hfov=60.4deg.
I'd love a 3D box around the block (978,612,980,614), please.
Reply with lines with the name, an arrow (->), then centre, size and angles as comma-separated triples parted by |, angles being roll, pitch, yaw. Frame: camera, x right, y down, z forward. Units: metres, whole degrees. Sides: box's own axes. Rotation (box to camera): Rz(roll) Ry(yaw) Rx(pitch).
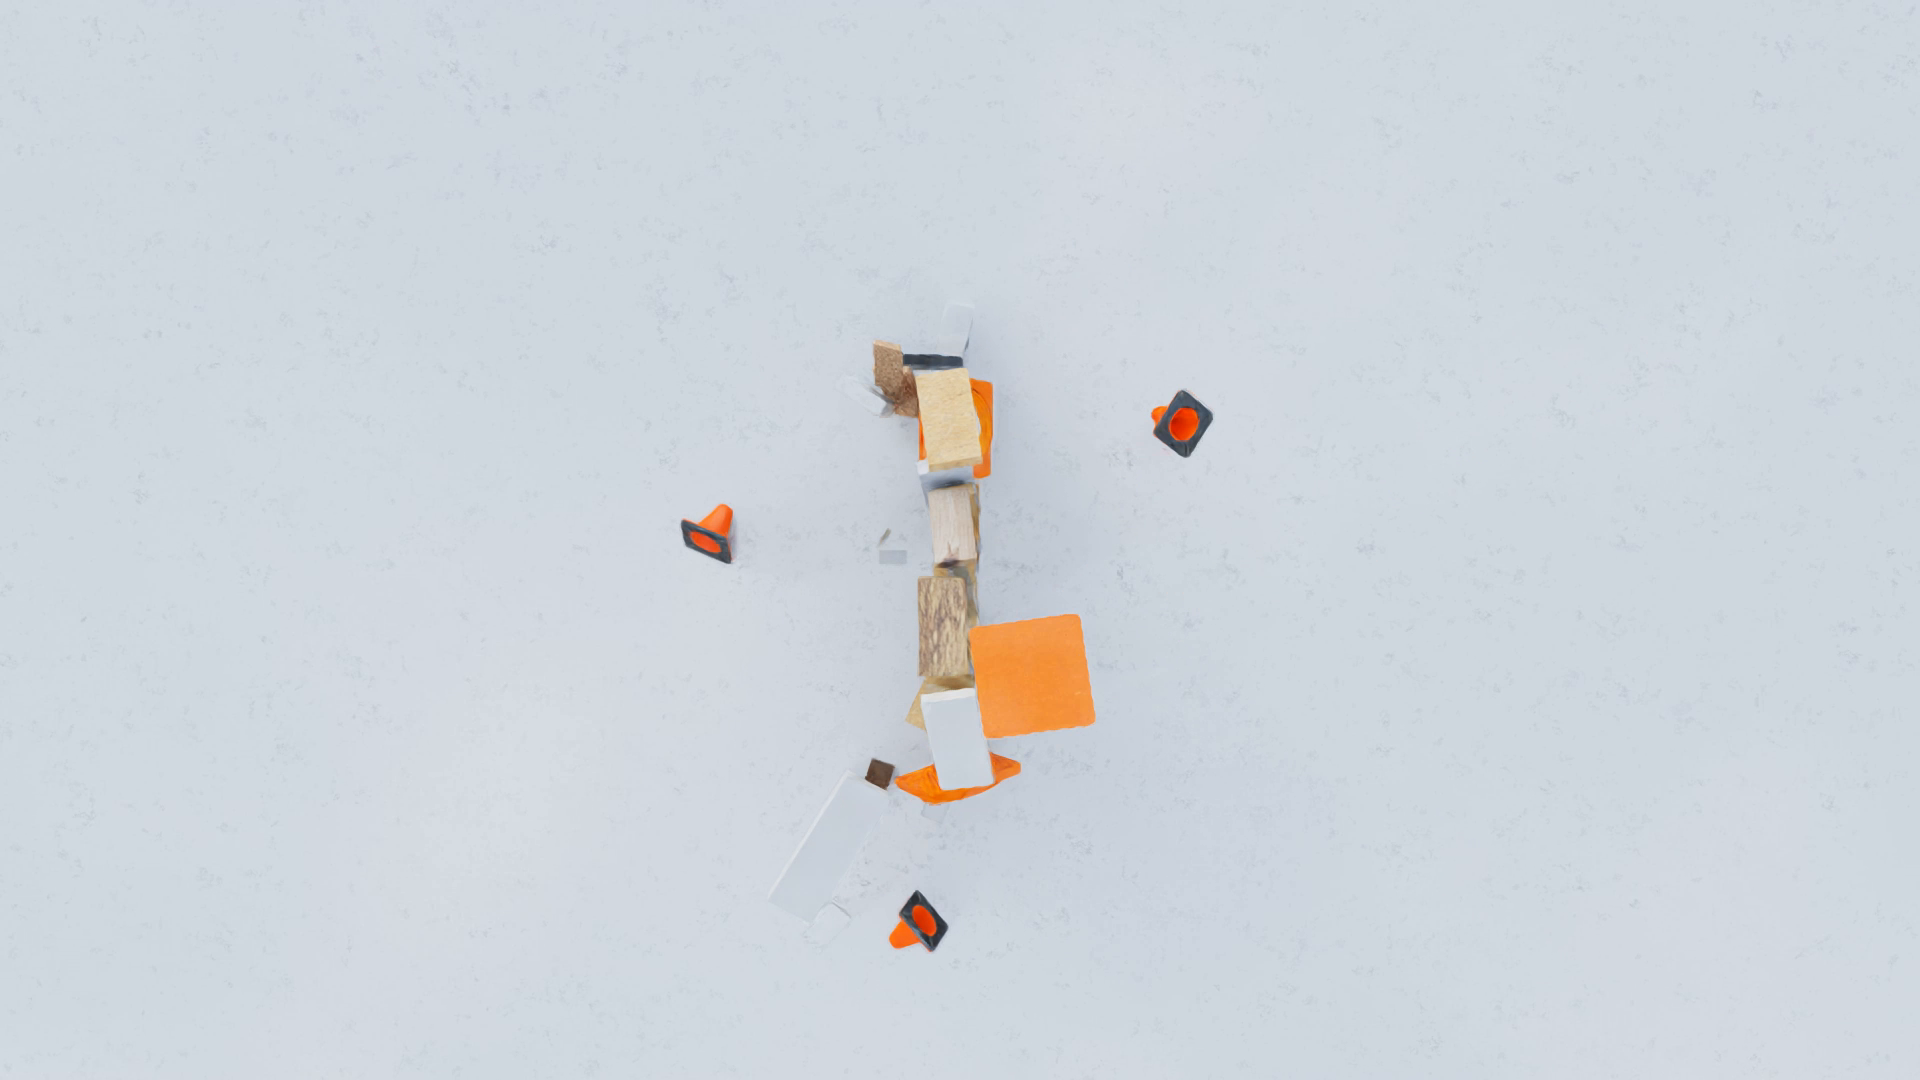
block -> -0.006, 0.261, 5.365 | 0.133, 0.266, 0.038 | -2, 105, 2

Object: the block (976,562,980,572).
block -> -0.003, 0.065, 5.365 | 0.133, 0.266, 0.038 | -1, 97, 1

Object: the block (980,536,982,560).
block -> 0.003, 0.026, 5.361 | 0.137, 0.274, 0.039 | -1, 97, 0

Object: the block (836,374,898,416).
block -> -0.292, -0.456, 5.211 | 0.161, 0.354, 0.046 | 33, 95, 1

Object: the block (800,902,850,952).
block -> -0.446, 1.290, 5.489 | 0.079, 0.022, 0.157 | 44, 90, 0

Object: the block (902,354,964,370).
block -> -0.125, -0.580, 5.378 | 0.246, 0.123, 0.035 | -2, 90, -36

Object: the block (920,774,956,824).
block -> -0.066, 0.857, 5.489 | 0.079, 0.022, 0.158 | 23, 90, 0

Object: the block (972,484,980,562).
block -> -0.006, -0.053, 5.224 | 0.137, 0.039, 0.274 | -1, 56, 3

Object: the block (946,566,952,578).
block -> -0.019, 0.089, 5.137 | 0.046, 0.092, 0.013 | -1, 63, 0

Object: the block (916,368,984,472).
block -> -0.034, -0.364, 4.972 | 0.161, 0.046, 0.322 | -10, 61, 2

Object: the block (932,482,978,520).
block -> -0.012, -0.110, 5.088 | 0.122, 0.245, 0.035 | -10, 73, 1

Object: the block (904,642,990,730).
block -> -0.038, 0.461, 5.170 | 0.153, 0.043, 0.305 | 26, 91, 0

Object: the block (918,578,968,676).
block -> -0.050, 0.254, 4.841 | 0.143, 0.040, 0.285 | -1, 89, 2

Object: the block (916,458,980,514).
block -> -0.036, -0.171, 5.081 | 0.161, 0.322, 0.046 | -14, 67, -1

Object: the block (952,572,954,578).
block -> -0.005, 0.137, 5.156 | 0.046, 0.013, 0.092 | 0, 123, -5

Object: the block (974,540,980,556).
block -> -0.004, 0.030, 5.009 | 0.122, 0.245, 0.035 | -5, 87, 3

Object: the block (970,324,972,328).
block -> -0.004, -0.704, 5.207 | 0.087, 0.322, 0.025 | 0, 89, 0

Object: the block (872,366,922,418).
block -> -0.189, -0.485, 5.368 | 0.123, 0.246, 0.035 | 11, 63, 25

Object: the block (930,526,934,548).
block -> -0.025, -0.030, 5.362 | 0.137, 0.274, 0.039 | -4, 104, 1

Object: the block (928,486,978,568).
block -> -0.023, -0.038, 4.893 | 0.122, 0.035, 0.245 | -7, 61, 1

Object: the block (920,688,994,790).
block -> -0.006, 0.588, 4.847 | 0.160, 0.045, 0.320 | -8, 118, 7

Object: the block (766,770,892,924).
block -> -0.409, 0.961, 5.149 | 0.160, 0.045, 0.488 | 30, 100, -11

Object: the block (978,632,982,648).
block -> -0.007, 0.349, 5.345 | 0.153, 0.305, 0.043 | 1, 98, 1

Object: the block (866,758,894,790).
block -> -0.280, 0.814, 5.489 | 0.079, 0.022, 0.158 | 19, 90, 0

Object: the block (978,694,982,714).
block -> -0.006, 0.546, 5.346 | 0.153, 0.305, 0.043 | 3, 94, 0

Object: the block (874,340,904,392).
block -> -0.225, -0.548, 5.198 | 0.087, 0.174, 0.025 | 16, 49, 17

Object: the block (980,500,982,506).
block -> 0.024, -0.113, 5.493 | 0.092, 0.013, 0.046 | 6, 90, 0

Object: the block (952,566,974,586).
block -> 0.008, 0.115, 5.105 | 0.046, 0.013, 0.092 | -19, 117, 0

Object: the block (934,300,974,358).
block -> -0.017, -0.649, 5.062 | 0.087, 0.025, 0.174 | 10, 125, -8

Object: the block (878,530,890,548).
block -> -0.249, -0.006, 5.423 | 0.013, 0.092, 0.046 | 35, 76, 2

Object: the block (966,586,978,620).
block -> -0.022, 0.196, 5.028 | 0.143, 0.329, 0.040 | -4, 77, 2

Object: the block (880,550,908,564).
block -> -0.221, 0.056, 5.493 | 0.092, 0.013, 0.046 | 1, 90, 0

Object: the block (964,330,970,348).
block -> 0.003, -0.685, 5.376 | 0.058, 0.016, 0.116 | 0, 90, 0

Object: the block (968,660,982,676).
block -> -0.007, 0.379, 5.003 | 0.143, 0.285, 0.040 | 12, 85, 0

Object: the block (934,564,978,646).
block -> -0.014, 0.206, 5.212 | 0.133, 0.038, 0.266 | -2, 90, 2

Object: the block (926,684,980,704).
block -> -0.023, 0.478, 4.987 | 0.160, 0.320, 0.045 | 12, 86, 0
